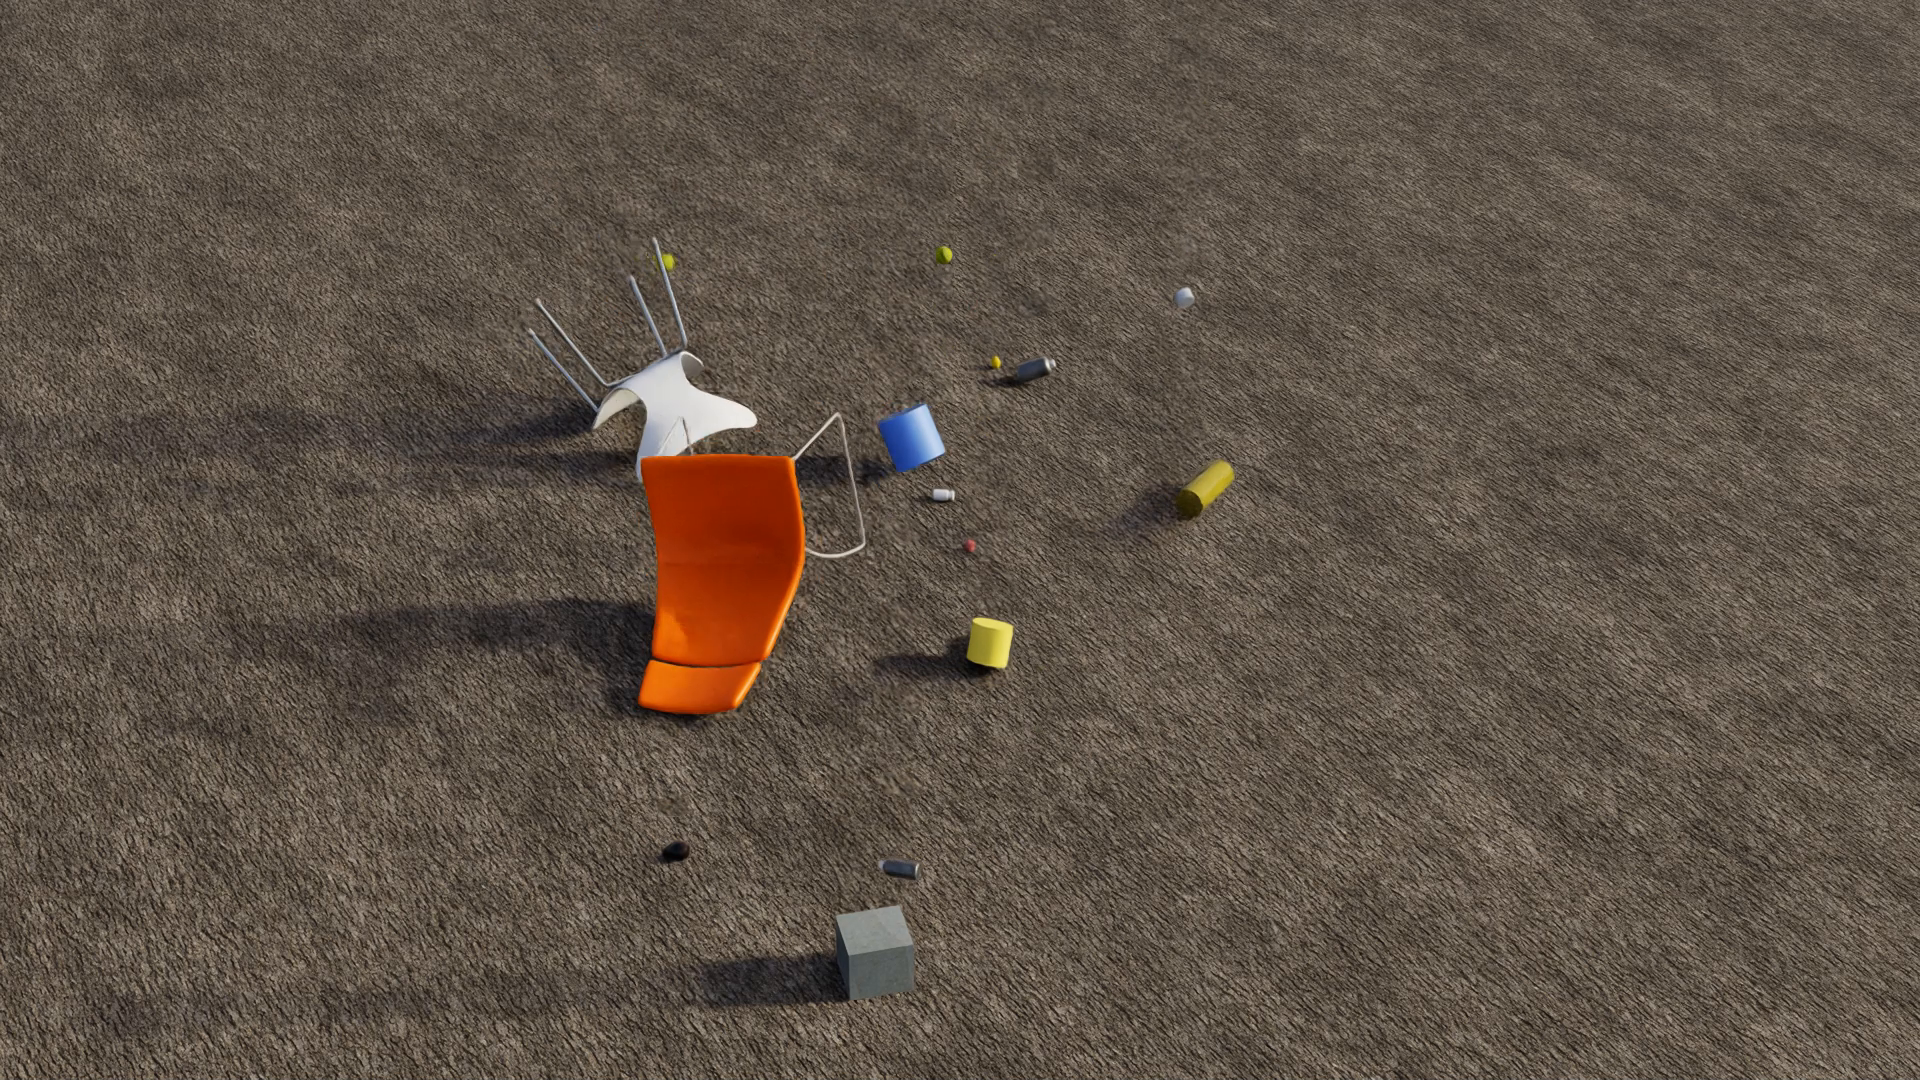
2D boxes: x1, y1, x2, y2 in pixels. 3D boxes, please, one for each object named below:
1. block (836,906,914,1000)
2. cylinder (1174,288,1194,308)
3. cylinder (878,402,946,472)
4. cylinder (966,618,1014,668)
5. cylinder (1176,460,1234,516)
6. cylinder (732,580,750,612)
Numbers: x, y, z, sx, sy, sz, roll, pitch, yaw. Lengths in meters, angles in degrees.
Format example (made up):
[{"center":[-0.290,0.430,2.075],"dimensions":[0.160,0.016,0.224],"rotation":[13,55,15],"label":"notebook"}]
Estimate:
[{"center":[-0.258,1.251,8.881],"dimensions":[0.199,0.182,0.186],"rotation":[-8,34,-12],"label":"block"},{"center":[0.950,-1.024,12.419],"dimensions":[0.061,0.080,0.051],"rotation":[14,46,-43],"label":"cylinder"},{"center":[-0.187,-0.397,11.295],"dimensions":[0.204,0.201,0.196],"rotation":[-23,8,3],"label":"cylinder"},{"center":[0.106,0.360,10.238],"dimensions":[0.147,0.136,0.129],"rotation":[16,12,27],"label":"cylinder"},{"center":[0.932,-0.196,11.139],"dimensions":[0.116,0.113,0.256],"rotation":[-5,25,39],"label":"cylinder"},{"center":[-0.785,0.202,10.540],"dimensions":[0.044,0.095,0.081],"rotation":[15,26,34],"label":"cylinder"}]
